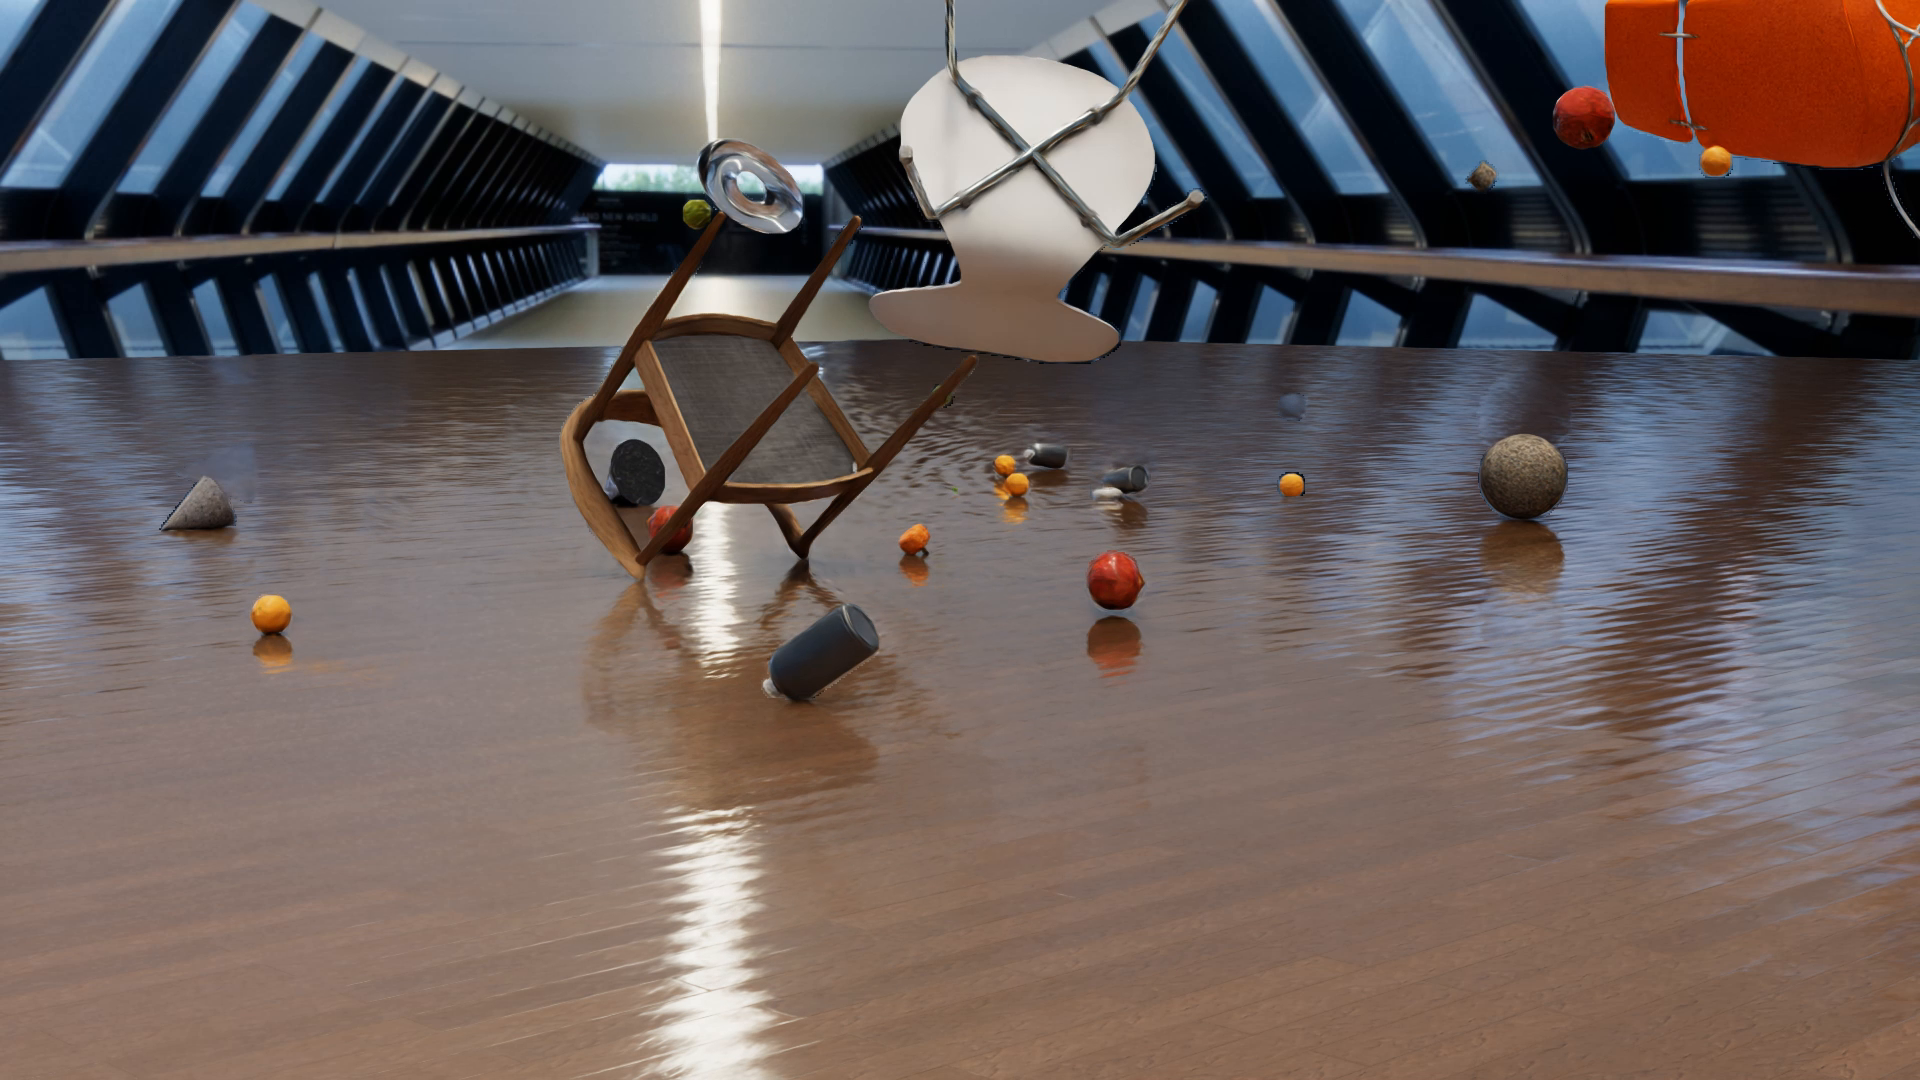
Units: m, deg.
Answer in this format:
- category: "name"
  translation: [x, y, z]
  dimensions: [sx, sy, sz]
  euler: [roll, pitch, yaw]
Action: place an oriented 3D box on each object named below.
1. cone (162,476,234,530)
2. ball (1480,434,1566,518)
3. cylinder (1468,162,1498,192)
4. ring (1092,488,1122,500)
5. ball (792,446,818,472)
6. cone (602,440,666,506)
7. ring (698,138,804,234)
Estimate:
- category: "cone"
  translation: [-2.010, -0.063, 6.689]
  dimensions: [0.179, 0.149, 0.114]
  euler: [-34, 6, -37]
- category: "ball"
  translation: [1.528, -0.173, 6.964]
  dimensions: [0.231, 0.231, 0.231]
  euler: [0, 6, 0]
- category: "cylinder"
  translation: [1.441, -1.000, 7.067]
  dimensions: [0.075, 0.052, 0.064]
  euler: [-51, 1, -41]
- category: "ring"
  translation: [0.435, -0.134, 7.563]
  dimensions: [0.089, 0.029, 0.116]
  euler: [-3, 6, 4]
- category: "ball"
  translation: [-0.523, -0.273, 8.659]
  dimensions: [0.083, 0.083, 0.083]
  euler: [0, 6, 0]
- category: "cone"
  translation: [-0.989, -0.155, 7.465]
  dimensions: [0.176, 0.188, 0.251]
  euler: [-34, 22, 34]
- category: "ring"
  translation: [-0.606, -1.026, 7.453]
  dimensions: [0.088, 0.220, 0.426]
  euler: [19, -8, 44]
